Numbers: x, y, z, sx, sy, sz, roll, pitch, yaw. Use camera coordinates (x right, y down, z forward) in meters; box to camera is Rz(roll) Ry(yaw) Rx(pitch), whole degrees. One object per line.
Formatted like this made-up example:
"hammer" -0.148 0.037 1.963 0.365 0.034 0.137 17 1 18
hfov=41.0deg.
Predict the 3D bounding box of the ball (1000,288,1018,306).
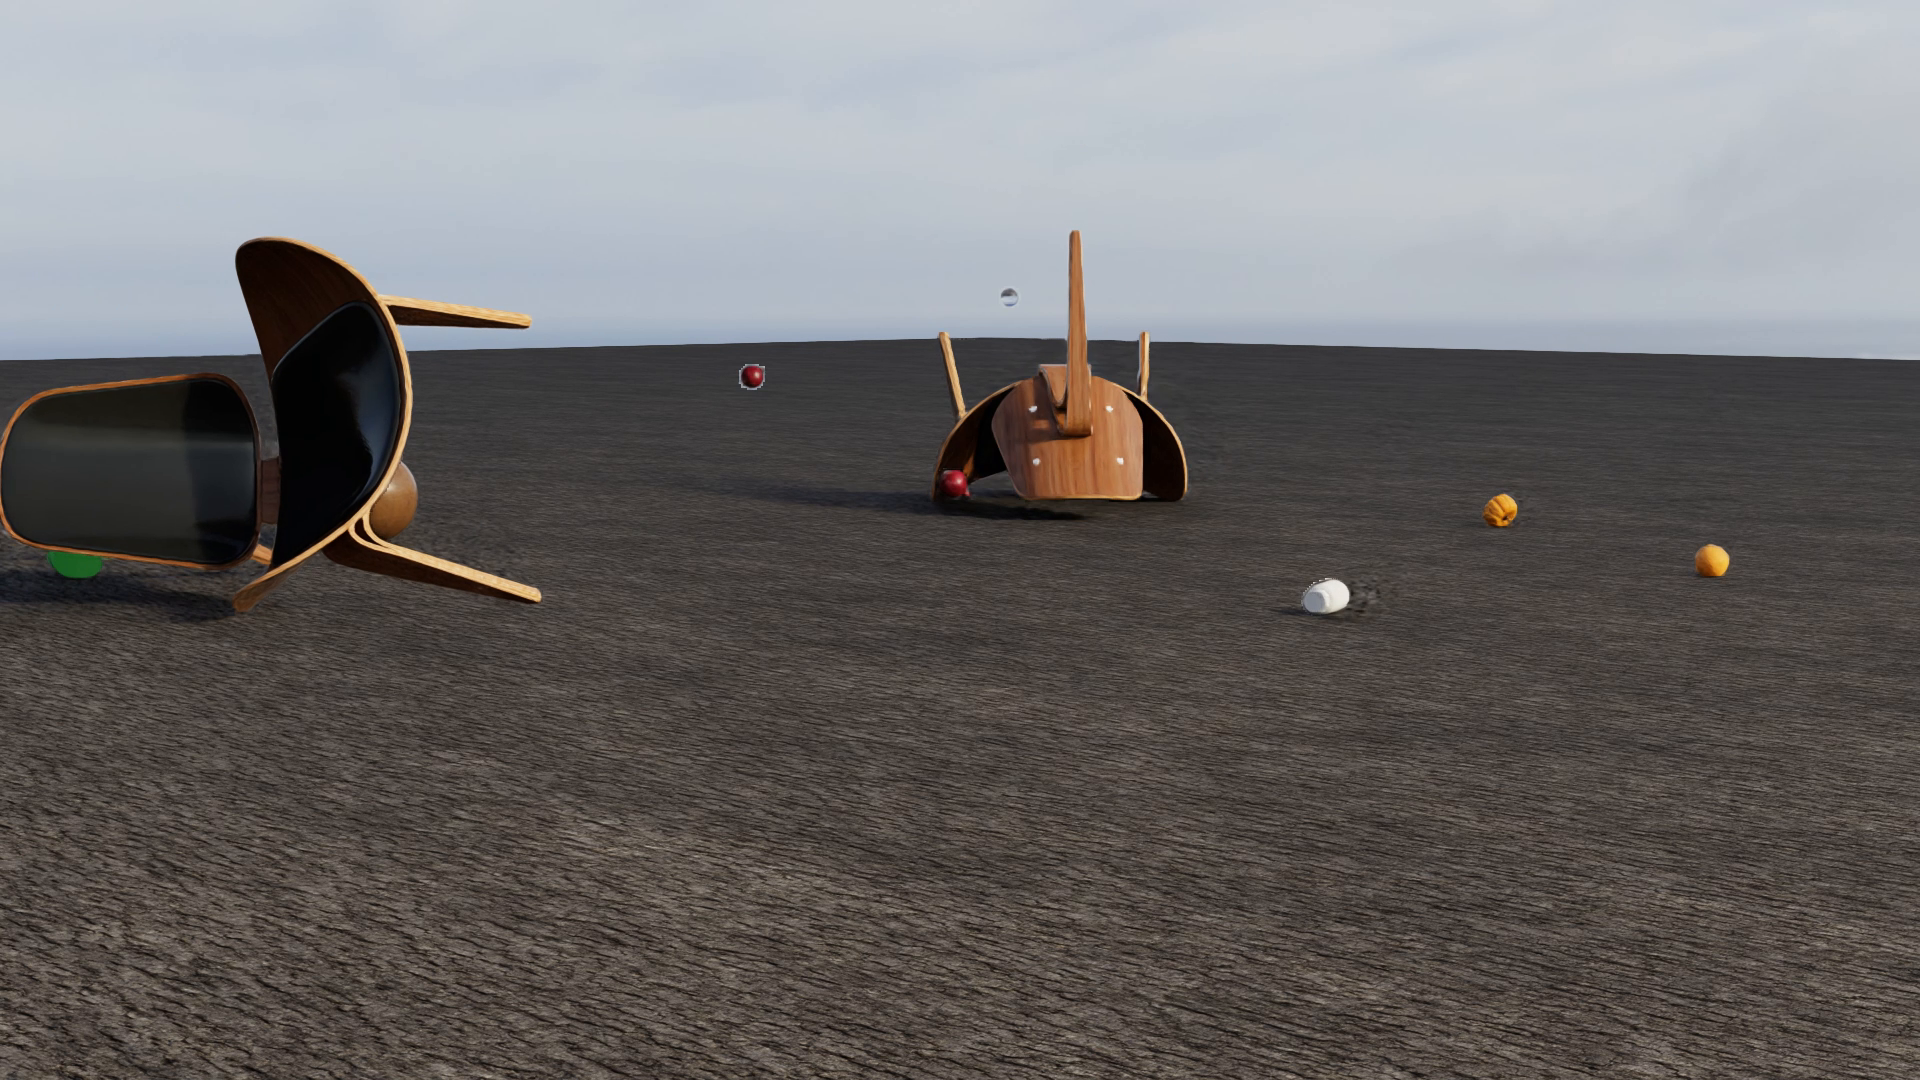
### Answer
"ball" 0.173 -0.851 8.989 0.064 0.064 0.064 0 6 0

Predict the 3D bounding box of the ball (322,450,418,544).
"ball" -1.451 -0.106 6.308 0.232 0.232 0.232 0 6 0
